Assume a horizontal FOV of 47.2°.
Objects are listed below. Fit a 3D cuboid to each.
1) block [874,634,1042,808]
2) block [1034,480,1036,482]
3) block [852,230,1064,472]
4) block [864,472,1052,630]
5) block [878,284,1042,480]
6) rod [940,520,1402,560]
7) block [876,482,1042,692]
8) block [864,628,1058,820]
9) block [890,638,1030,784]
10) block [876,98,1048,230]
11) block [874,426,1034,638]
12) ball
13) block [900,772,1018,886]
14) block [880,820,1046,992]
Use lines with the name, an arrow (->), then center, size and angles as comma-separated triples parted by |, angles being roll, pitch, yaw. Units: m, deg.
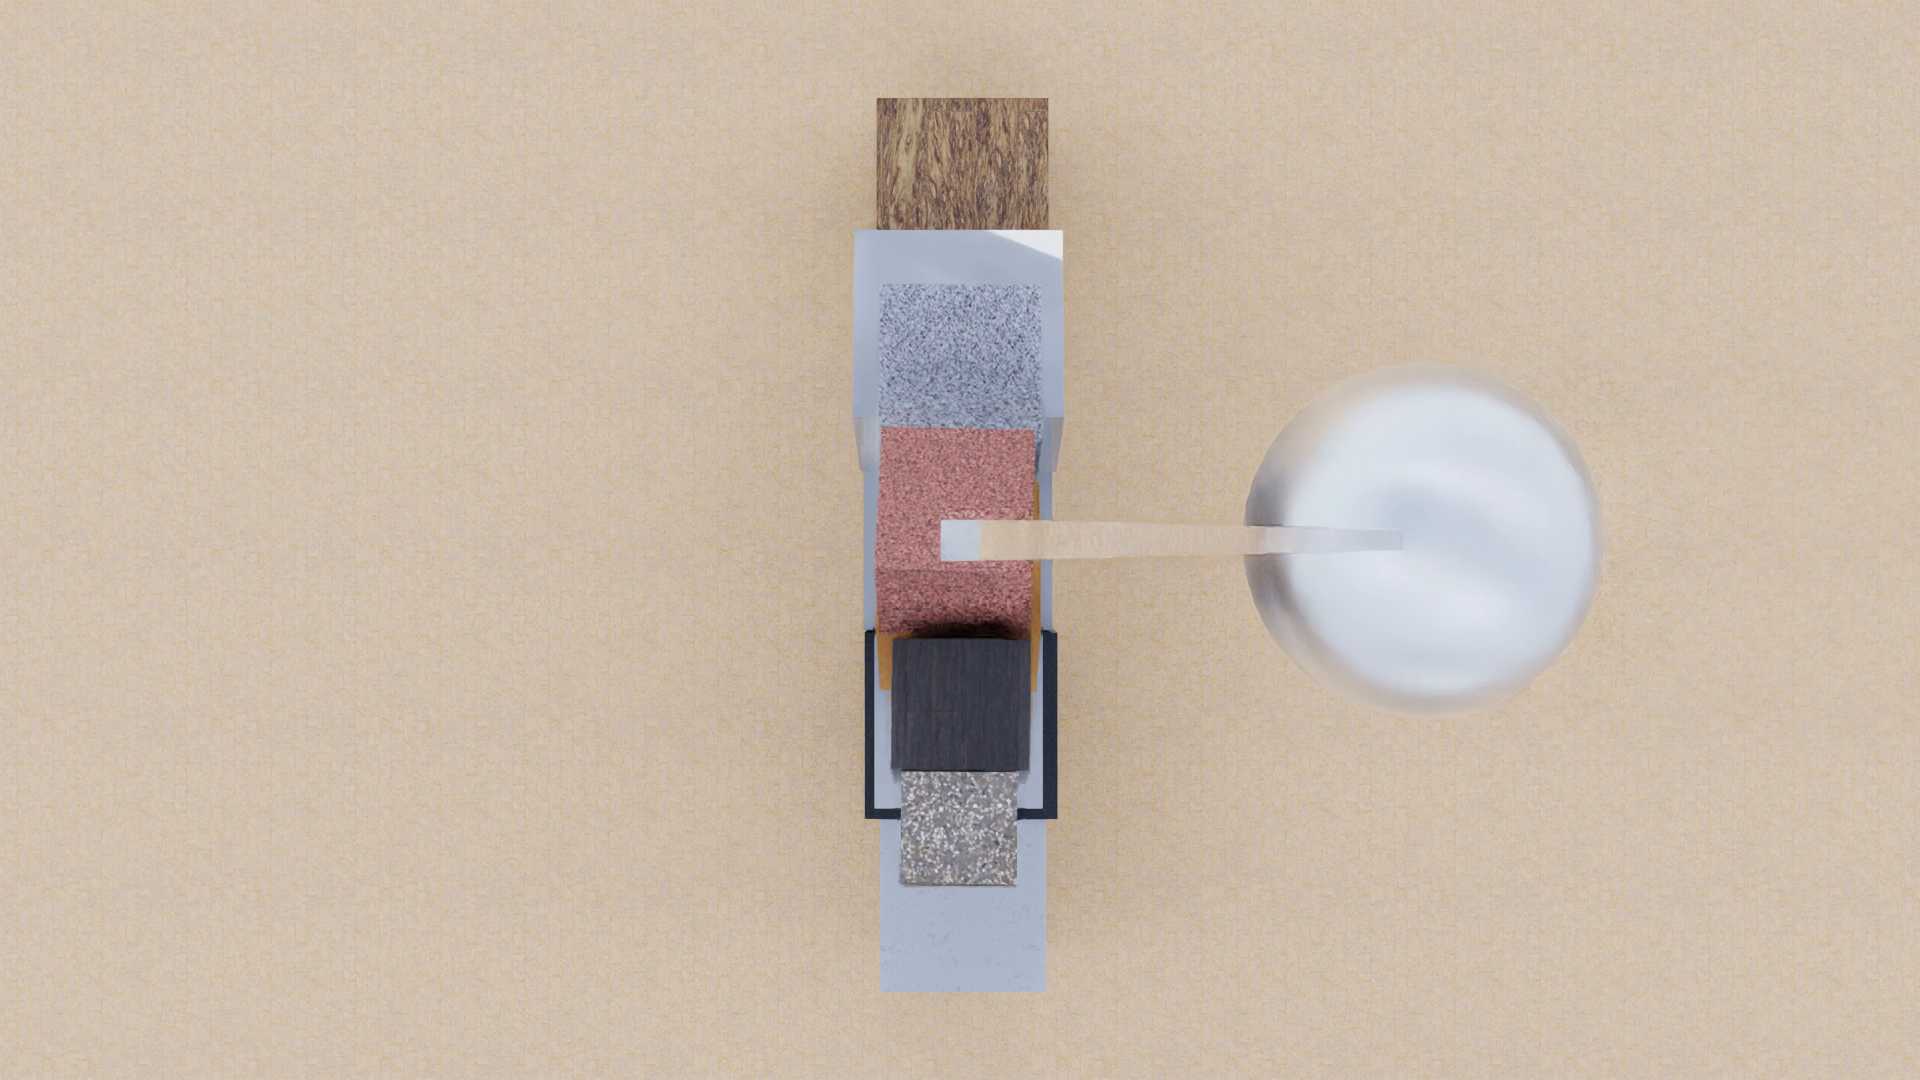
block -> -0.007, 0.918, 11.445 | 0.845, 0.793, 0.862 | 0, 90, 0
block -> -0.012, 0.072, 11.601 | 0.794, 0.650, 0.806 | 0, 90, 0
block -> -0.008, -0.979, 11.577 | 1.061, 0.929, 1.008 | 0, 75, 0
block -> -0.011, 0.011, 12.463 | 1.022, 1.074, 0.955 | 0, 90, 0
block -> 0.003, -0.753, 10.642 | 0.760, 0.746, 0.763 | 0, 78, 0
rod -> 0.899, 0.000, 6.705 | 0.080, 5.200, 0.080 | 0, 90, 20
block -> -0.005, 0.233, 10.772 | 0.773, 0.725, 0.788 | 0, 62, 0
block -> 0.005, 1.001, 12.421 | 1.040, 1.159, 1.004 | 0, 90, 0
block -> 0.002, 0.801, 10.197 | 0.623, 0.652, 0.591 | 1, 79, 0
block -> 0.014, -1.990, 12.586 | 0.951, 0.829, 0.915 | 0, 90, 0
block -> -0.017, -0.030, 10.124 | 0.697, 0.667, 0.727 | 1, 62, 1
ball -> 2.074, 0.000, 9.895 | 1.600, 1.600, 1.600 | 0, 90, 0
block -> -0.002, 1.324, 10.027 | 0.520, 0.520, 0.491 | 1, 80, 0
block -> 0.017, 1.980, 12.454 | 0.901, 1.091, 0.935 | 0, 90, 0
